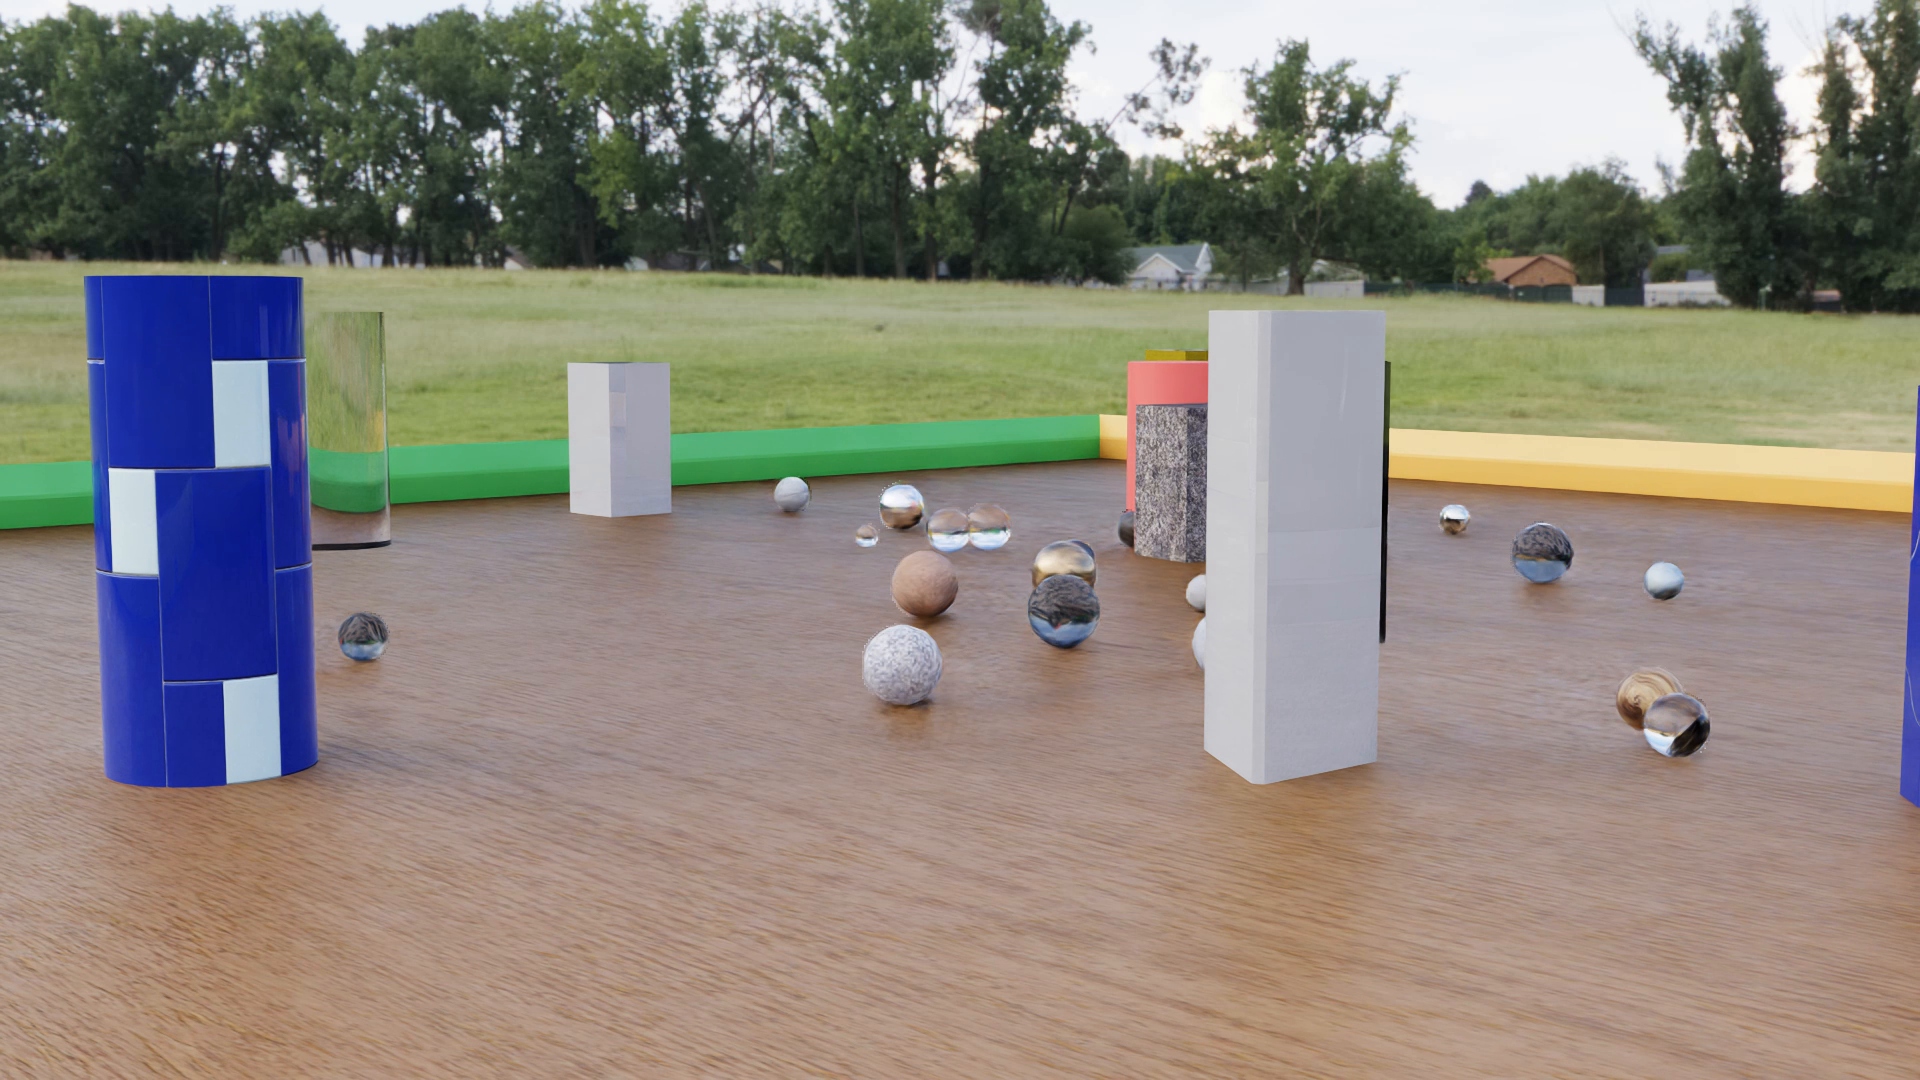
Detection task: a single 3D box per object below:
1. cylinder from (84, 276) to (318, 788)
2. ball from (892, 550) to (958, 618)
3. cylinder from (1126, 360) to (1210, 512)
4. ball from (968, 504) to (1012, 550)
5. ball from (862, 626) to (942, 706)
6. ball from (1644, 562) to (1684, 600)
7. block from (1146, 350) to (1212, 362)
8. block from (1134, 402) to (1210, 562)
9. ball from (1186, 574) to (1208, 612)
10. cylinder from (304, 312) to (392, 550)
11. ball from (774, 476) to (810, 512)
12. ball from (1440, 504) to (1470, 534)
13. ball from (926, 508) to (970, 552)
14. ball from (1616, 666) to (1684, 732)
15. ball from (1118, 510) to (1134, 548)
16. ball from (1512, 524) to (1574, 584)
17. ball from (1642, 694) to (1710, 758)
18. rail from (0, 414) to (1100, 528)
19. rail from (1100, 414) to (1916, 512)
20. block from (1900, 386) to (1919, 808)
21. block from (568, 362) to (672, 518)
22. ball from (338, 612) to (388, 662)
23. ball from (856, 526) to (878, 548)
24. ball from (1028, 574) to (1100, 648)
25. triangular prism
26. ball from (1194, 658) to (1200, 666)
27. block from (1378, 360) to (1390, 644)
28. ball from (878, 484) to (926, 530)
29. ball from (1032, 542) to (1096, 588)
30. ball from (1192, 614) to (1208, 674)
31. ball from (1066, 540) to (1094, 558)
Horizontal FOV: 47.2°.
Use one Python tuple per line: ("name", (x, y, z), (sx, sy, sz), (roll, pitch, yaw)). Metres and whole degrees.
("cylinder", (-0.734, -0.015, 2.137), (0.200, 0.477, 0.200), (0, 6, 0))
("ball", (-0.051, 0.064, 3.205), (0.097, 0.097, 0.097), (0, 6, 0))
("cylinder", (0.421, -0.169, 4.237), (0.200, 0.347, 0.200), (0, 6, 0))
("ball", (0.053, -0.024, 4.107), (0.087, 0.087, 0.087), (0, 6, 0))
("ball", (-0.065, 0.142, 2.493), (0.091, 0.091, 0.091), (0, 6, 0))
("ball", (1.088, 0.063, 3.399), (0.059, 0.059, 0.059), (0, 6, 0))
("block", (0.498, -0.217, 4.620), (0.160, 0.363, 0.160), (-3, 7, -26))
("block", (0.430, -0.107, 3.997), (0.160, 0.275, 0.160), (-3, 7, -30))
("ball", (0.364, 0.079, 3.264), (0.057, 0.057, 0.057), (0, 6, 0))
("cylinder", (-1.189, -0.211, 4.175), (0.200, 0.443, 0.200), (0, 6, 0))
("ball", (-0.373, -0.101, 4.888), (0.078, 0.078, 0.078), (0, 6, 0))
("ball", (0.990, -0.042, 4.404), (0.060, 0.060, 0.060), (0, 6, 0))
("ball", (-0.021, -0.018, 4.063), (0.083, 0.083, 0.083), (0, 6, 0))
("ball", (0.710, 0.164, 2.262), (0.068, 0.068, 0.068), (0, 6, 0))
("ball", (0.332, -0.022, 4.150), (0.071, 0.071, 0.071), (0, 6, 0))
("ball", (0.956, 0.022, 3.610), (0.098, 0.098, 0.098), (0, 6, 0))
("ball", (0.717, 0.185, 2.200), (0.064, 0.064, 0.064), (0, 6, 0))
("rail", (-1.473, -0.132, 4.919), (5.206, 0.130, 0.045), (-5, 8, -42))
("rail", (1.896, -0.147, 5.071), (0.045, 0.130, 4.391), (-5, 8, -42))
("block", (0.939, 0.056, 1.926), (0.160, 0.378, 0.160), (1, 6, 7))
("block", (-0.752, -0.226, 4.859), (0.160, 0.331, 0.160), (-6, 8, -43))
("ball", (-0.762, 0.124, 2.804), (0.062, 0.062, 0.062), (0, 6, 0))
("ball", (-0.176, -0.007, 4.153), (0.043, 0.043, 0.043), (0, 6, 0))
("ball", (0.138, 0.094, 2.922), (0.097, 0.097, 0.097), (0, 6, 0))
("triangular prism", (0.300, -0.002, 2.166), (0.173, 0.445, 0.150), (-5, 8, -40))
("ball", (0.311, 0.141, 2.730), (0.042, 0.042, 0.042), (0, 6, 0))
("block", (0.501, -0.058, 3.025), (0.160, 0.377, 0.160), (1, 6, 6))
("ball", (-0.118, -0.067, 4.485), (0.094, 0.094, 0.094), (0, 6, 0))
("ball", (0.157, 0.051, 3.325), (0.099, 0.099, 0.099), (0, 6, 0))
("ball", (0.326, 0.126, 2.654), (0.089, 0.089, 0.089), (0, 6, 0))
("ball", (0.190, 0.032, 3.658), (0.067, 0.067, 0.067), (0, 6, 0))
